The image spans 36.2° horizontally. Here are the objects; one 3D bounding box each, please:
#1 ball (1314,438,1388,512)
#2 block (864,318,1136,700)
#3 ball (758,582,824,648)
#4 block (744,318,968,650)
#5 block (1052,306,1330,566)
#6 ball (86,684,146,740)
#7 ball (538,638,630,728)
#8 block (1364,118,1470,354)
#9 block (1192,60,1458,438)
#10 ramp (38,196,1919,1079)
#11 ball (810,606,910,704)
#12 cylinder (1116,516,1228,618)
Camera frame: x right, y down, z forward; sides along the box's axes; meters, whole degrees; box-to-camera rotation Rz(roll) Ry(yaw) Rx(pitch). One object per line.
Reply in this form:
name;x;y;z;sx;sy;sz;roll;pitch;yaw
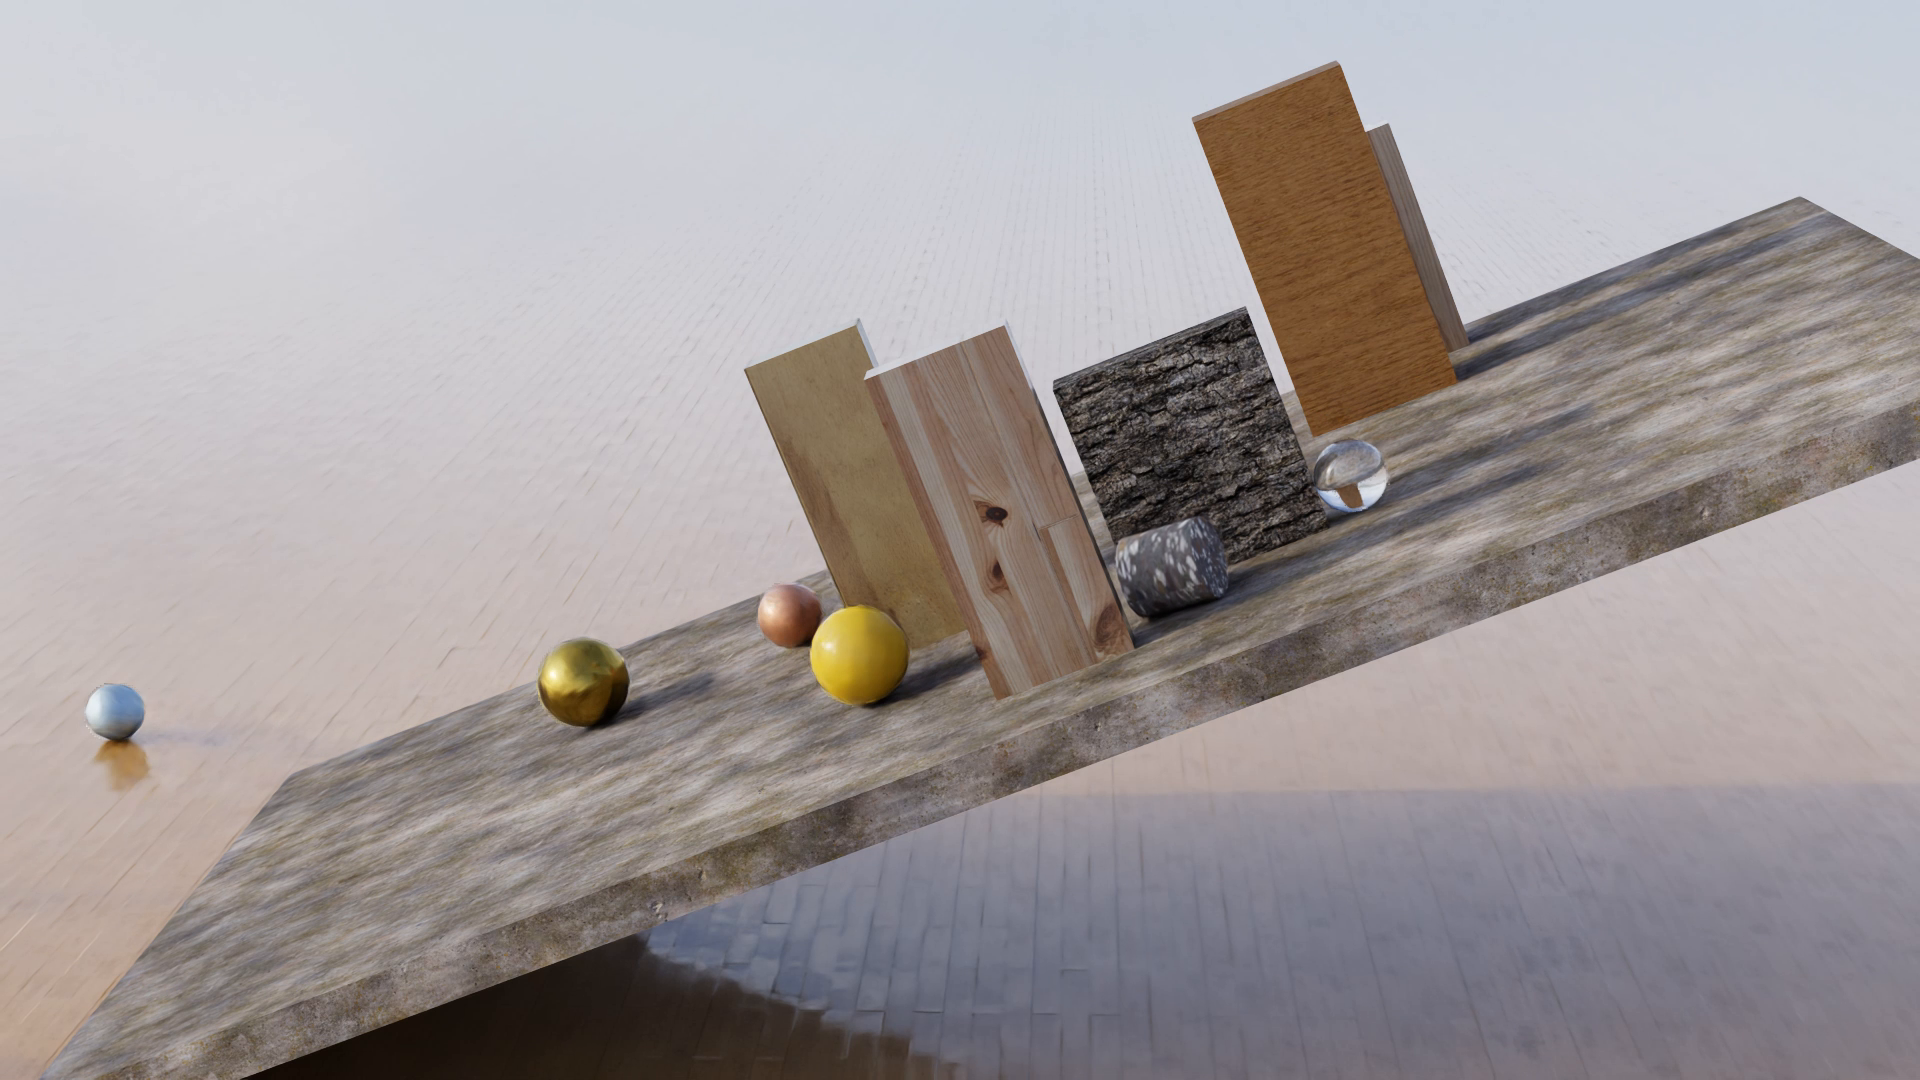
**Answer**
ball;0.775;-0.128;5.835;0.147;0.147;0.147;0;14;0
block;0.078;-0.056;5.530;0.280;0.664;0.091;-21;12;7
ball;-0.382;0.169;6.624;0.148;0.148;0.148;0;14;0
block;-0.200;-0.098;6.165;0.252;0.685;0.093;-21;12;7
block;0.459;-0.171;5.838;0.409;0.459;0.104;-21;12;7
ball;-2.318;0.472;8.074;0.155;0.155;0.155;0;14;0
ball;-0.853;0.322;6.666;0.205;0.205;0.205;0;14;0
block;0.937;-0.661;6.881;0.331;0.556;0.105;-21;12;7
block;0.813;-0.646;6.557;0.343;0.756;0.119;-21;12;7
ramp;0.124;0.173;6.290;4.000;0.100;2.000;-21;12;7
ball;-0.201;0.230;5.907;0.199;0.199;0.199;0;14;0
cylinder;0.409;0.052;5.674;0.162;0.162;0.162;-16;6;26
